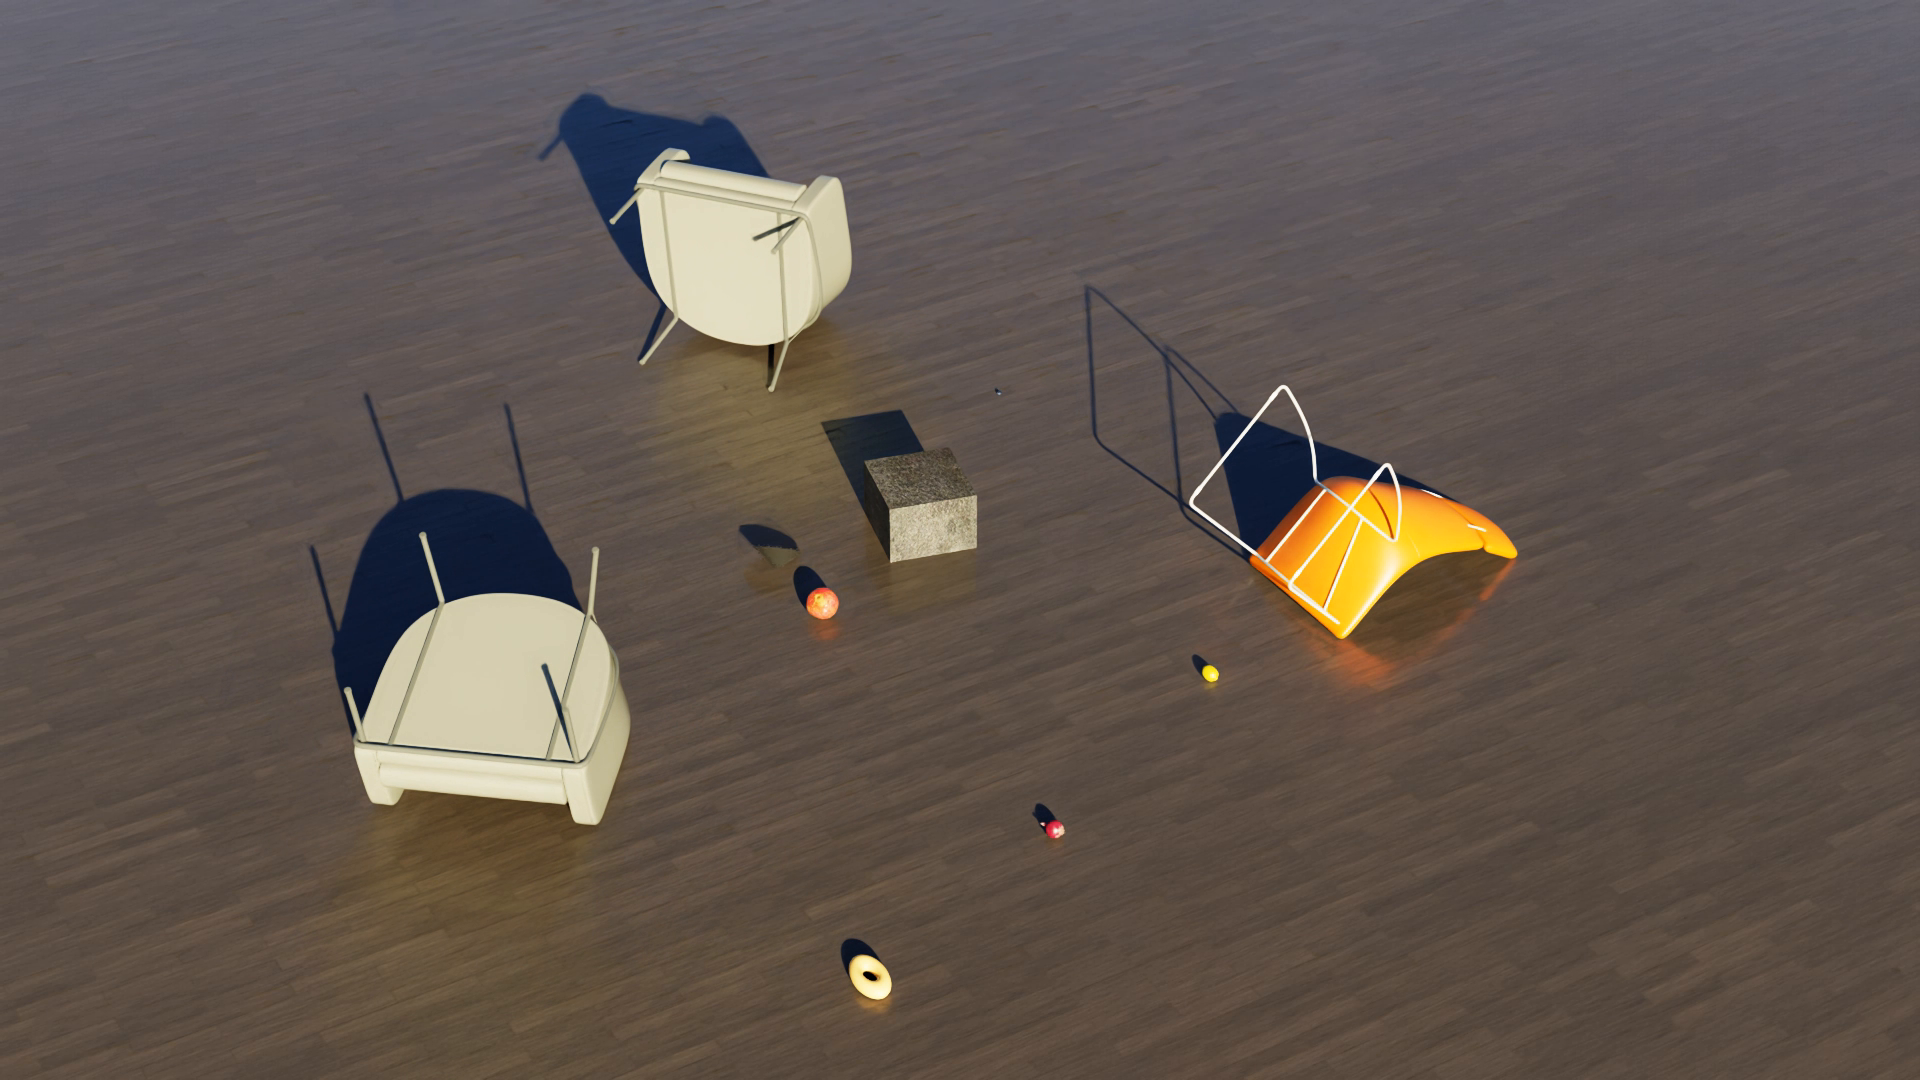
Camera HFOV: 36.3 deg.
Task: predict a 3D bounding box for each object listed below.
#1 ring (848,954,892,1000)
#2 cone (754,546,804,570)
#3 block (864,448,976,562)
[{"bbox_3d":[-0.273,1.324,8.891,0.112,0.049,0.196,-13,35,-22],"label":"ring"},{"bbox_3d":[-0.670,0.071,10.782,0.190,0.074,0.194,3,-5,43],"label":"cone"},{"bbox_3d":[-0.149,-0.134,10.937,0.334,0.231,0.353,-10,35,-14],"label":"block"}]
